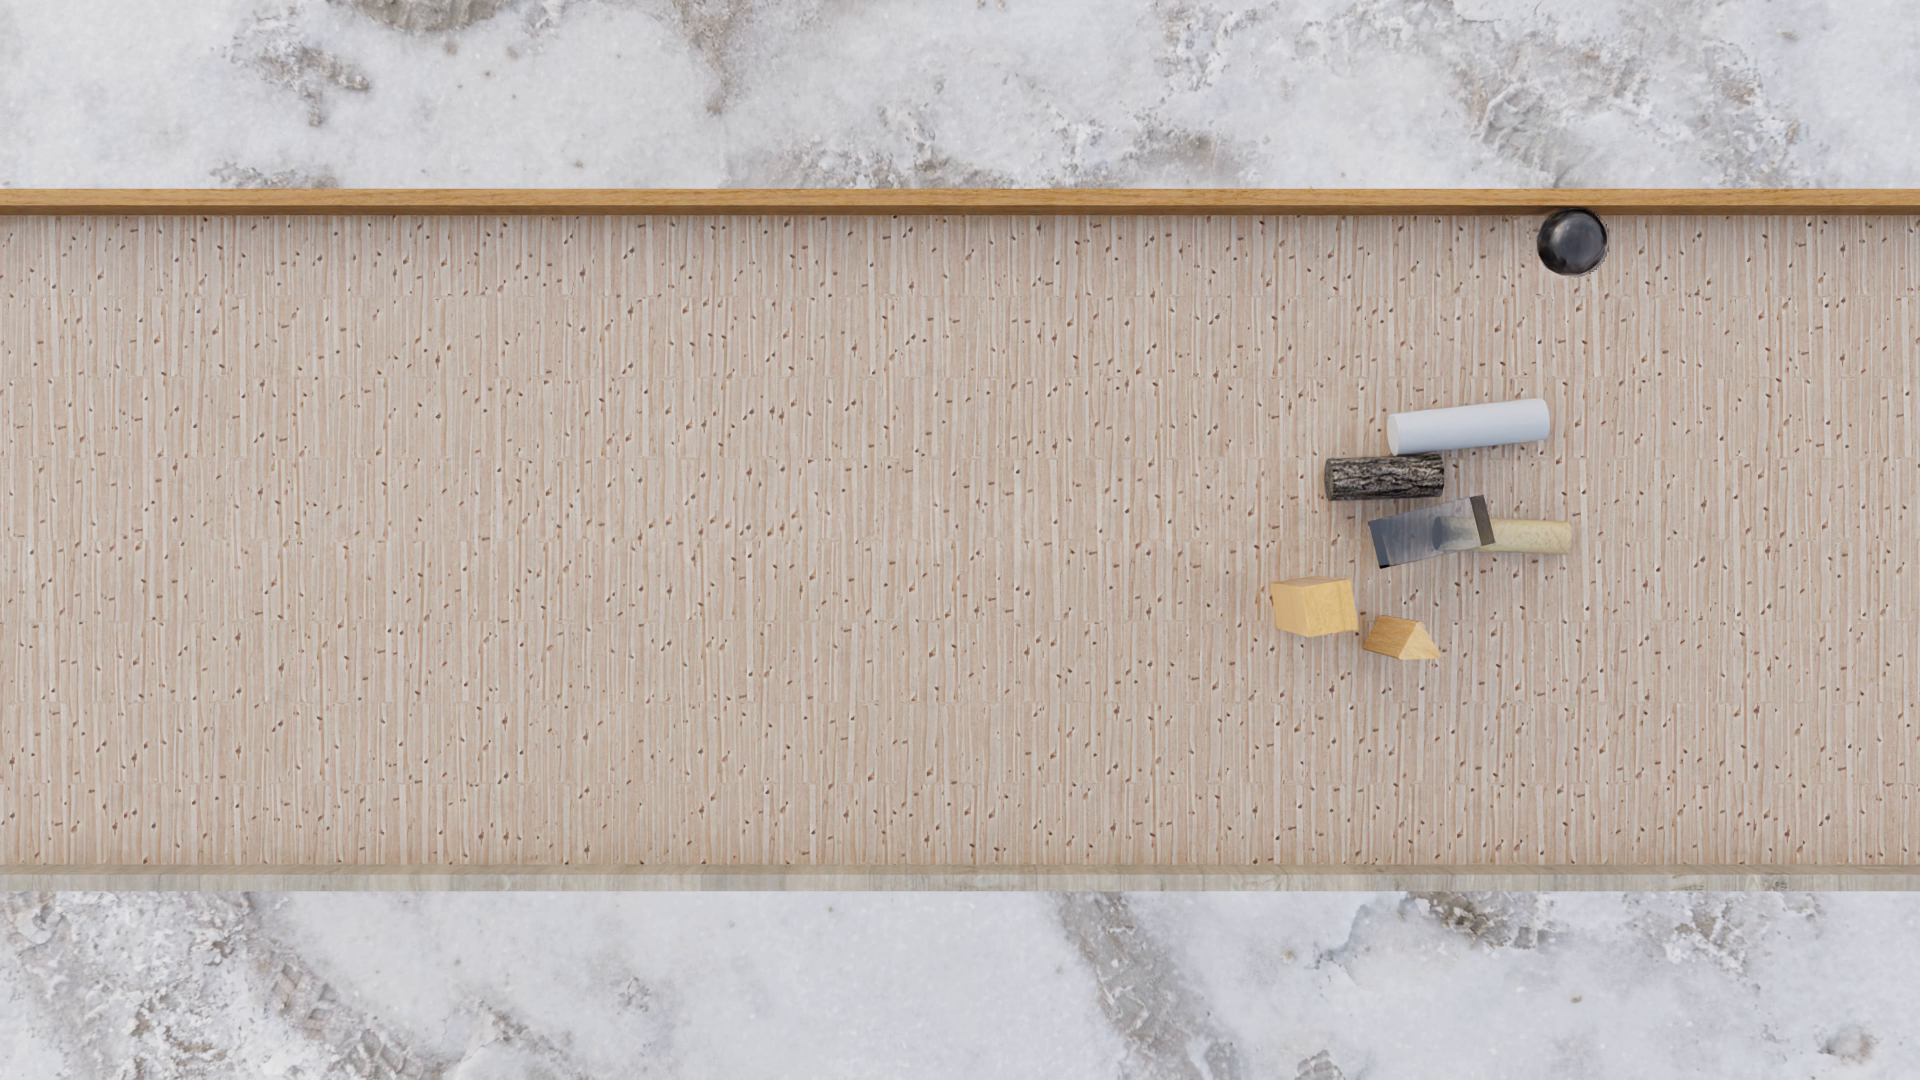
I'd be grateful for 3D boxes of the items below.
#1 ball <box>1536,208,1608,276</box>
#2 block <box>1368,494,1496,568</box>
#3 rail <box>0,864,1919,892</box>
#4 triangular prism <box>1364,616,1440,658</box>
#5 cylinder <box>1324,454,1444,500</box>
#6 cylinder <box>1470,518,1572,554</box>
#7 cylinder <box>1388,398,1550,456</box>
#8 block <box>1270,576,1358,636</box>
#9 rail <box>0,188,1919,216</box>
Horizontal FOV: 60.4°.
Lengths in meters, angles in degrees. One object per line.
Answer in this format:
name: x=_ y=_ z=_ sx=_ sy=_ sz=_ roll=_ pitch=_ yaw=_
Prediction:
ball: x=1.845 y=-0.898 z=4.975 sx=0.203 sy=0.203 sz=0.203 roll=0 pitch=90 yaw=0
block: x=1.408 y=-0.024 z=4.926 sx=0.311 sy=0.147 sz=0.147 roll=-15 pitch=86 yaw=33
rail: x=-2.247 y=1.025 z=5.001 sx=12.000 sy=0.150 sz=0.050 roll=0 pitch=90 yaw=0
triangular prism: x=1.298 y=0.282 z=4.867 sx=0.119 sy=0.418 sz=0.103 roll=-1 pitch=90 yaw=0
cylinder: x=1.287 y=-0.189 z=5.012 sx=0.333 sy=0.129 sz=0.129 roll=-2 pitch=90 yaw=0
cylinder: x=1.658 y=-0.015 z=5.025 sx=0.375 sy=0.103 sz=0.103 roll=3 pitch=90 yaw=0
cylinder: x=1.542 y=-0.344 z=5.012 sx=0.455 sy=0.129 sz=0.129 roll=-6 pitch=90 yaw=0
block: x=1.036 y=0.191 z=4.849 sx=0.142 sy=0.455 sz=0.142 roll=-9 pitch=90 yaw=0
rail: x=-2.247 y=-1.025 z=5.002 sx=12.000 sy=0.150 sz=0.050 roll=0 pitch=90 yaw=0
